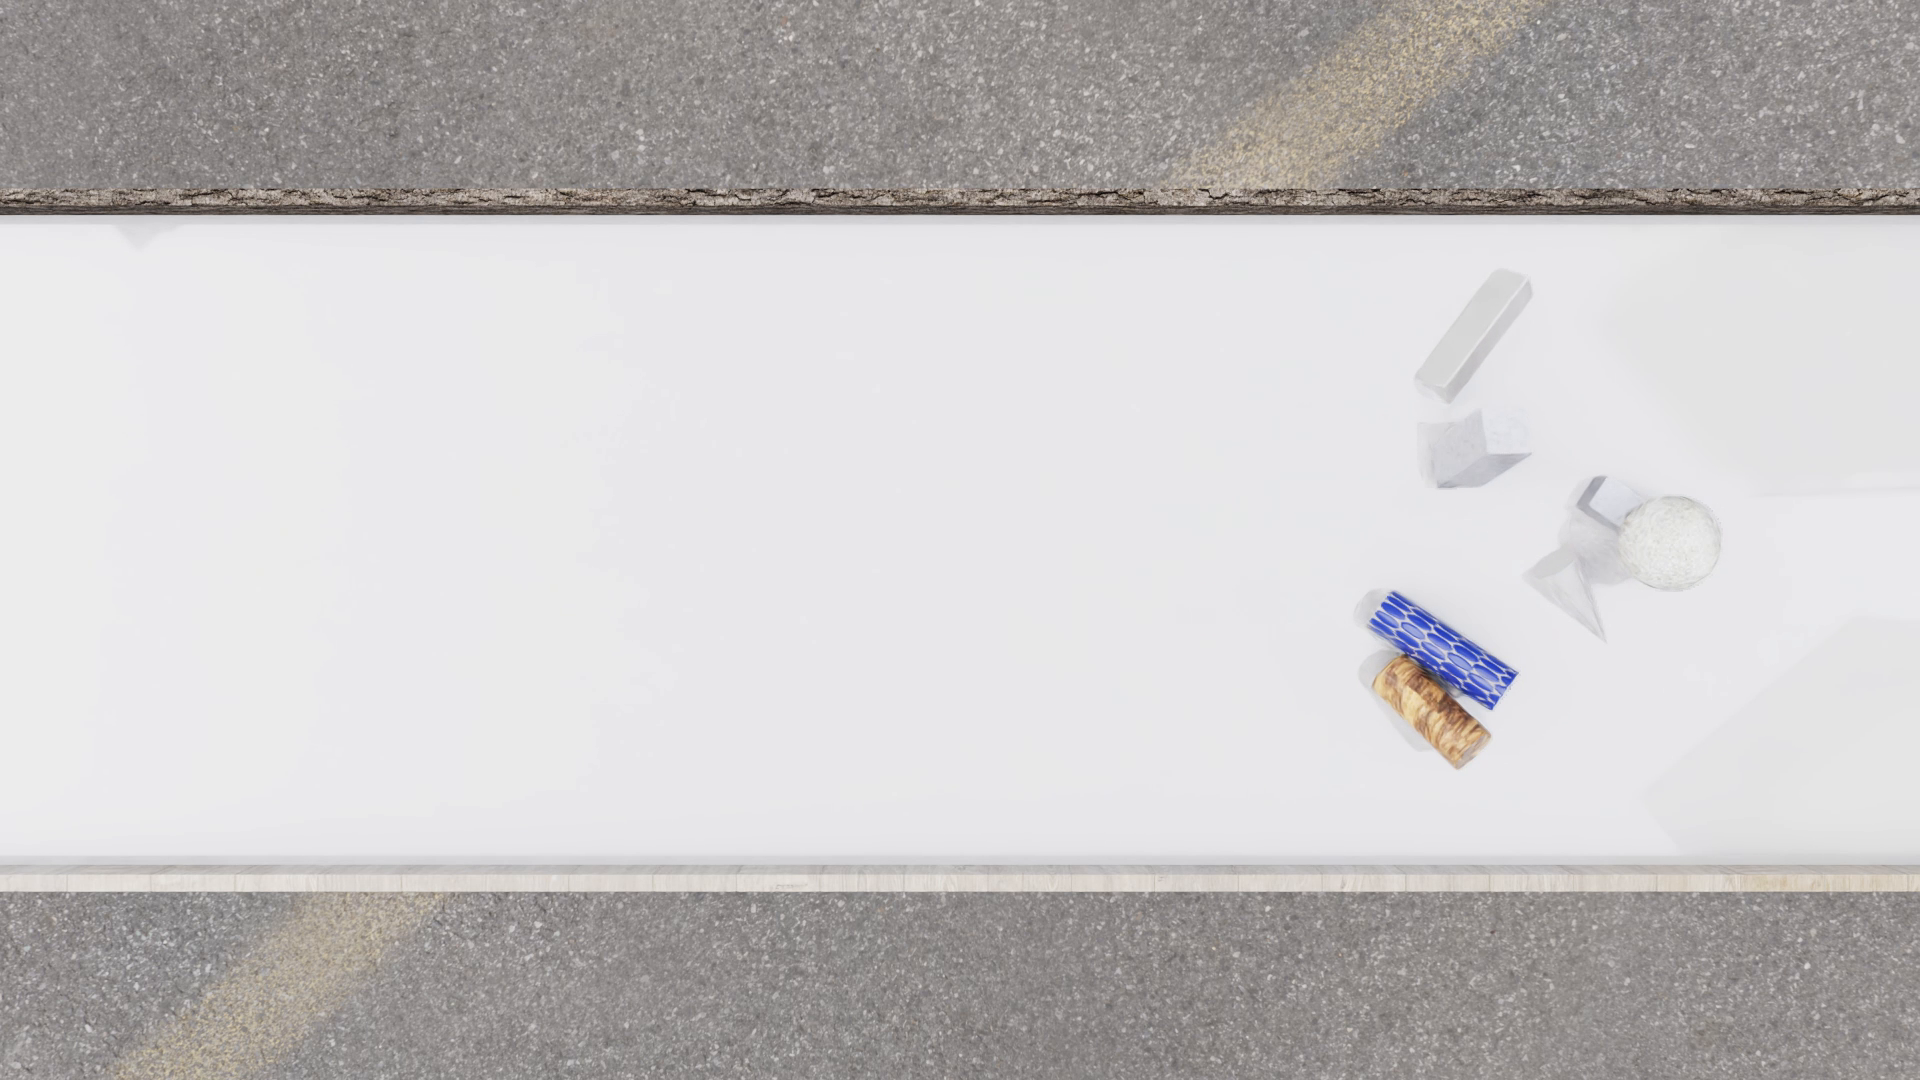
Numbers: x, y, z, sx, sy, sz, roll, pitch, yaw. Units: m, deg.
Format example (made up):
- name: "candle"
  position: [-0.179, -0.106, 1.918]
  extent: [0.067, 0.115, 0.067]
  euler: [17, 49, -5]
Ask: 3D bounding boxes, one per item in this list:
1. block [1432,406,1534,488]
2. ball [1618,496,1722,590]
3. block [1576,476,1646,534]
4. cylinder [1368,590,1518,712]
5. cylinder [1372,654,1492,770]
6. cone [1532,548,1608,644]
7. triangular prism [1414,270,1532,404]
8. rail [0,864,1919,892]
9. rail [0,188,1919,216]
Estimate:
- name: "block"
  position: [1.544, -0.273, 4.892]
  extent: [0.142, 0.322, 0.142]
  euler: [-1, 74, -10]
- name: "ball"
  position: [2.076, 0.008, 4.827]
  extent: [0.280, 0.280, 0.280]
  euler: [0, 90, 0]
- name: "block"
  position: [2.063, -0.055, 5.022]
  extent: [0.339, 0.110, 0.110]
  euler: [34, 90, 0]
- name: "cylinder"
  position: [1.443, 0.329, 4.940]
  extent: [0.432, 0.141, 0.141]
  euler: [36, 90, 18]
- name: "cylinder"
  position: [1.406, 0.511, 4.927]
  extent: [0.148, 0.148, 0.344]
  euler: [-43, 60, 0]
- name: "cone"
  position: [1.899, 0.197, 5.040]
  extent: [0.149, 0.149, 0.328]
  euler: [-37, 103, 0]
- name: "triangular prism"
  position: [1.577, -0.623, 5.009]
  extent: [0.137, 0.119, 0.416]
  euler: [37, 91, -1]
- name: "rail"
  position: [-2.247, 1.025, 5.001]
  extent: [12.000, 0.150, 0.050]
  euler: [0, 90, 0]
- name: "rail"
  position: [-2.247, -1.025, 5.002]
  extent: [12.000, 0.150, 0.050]
  euler: [0, 90, 0]
